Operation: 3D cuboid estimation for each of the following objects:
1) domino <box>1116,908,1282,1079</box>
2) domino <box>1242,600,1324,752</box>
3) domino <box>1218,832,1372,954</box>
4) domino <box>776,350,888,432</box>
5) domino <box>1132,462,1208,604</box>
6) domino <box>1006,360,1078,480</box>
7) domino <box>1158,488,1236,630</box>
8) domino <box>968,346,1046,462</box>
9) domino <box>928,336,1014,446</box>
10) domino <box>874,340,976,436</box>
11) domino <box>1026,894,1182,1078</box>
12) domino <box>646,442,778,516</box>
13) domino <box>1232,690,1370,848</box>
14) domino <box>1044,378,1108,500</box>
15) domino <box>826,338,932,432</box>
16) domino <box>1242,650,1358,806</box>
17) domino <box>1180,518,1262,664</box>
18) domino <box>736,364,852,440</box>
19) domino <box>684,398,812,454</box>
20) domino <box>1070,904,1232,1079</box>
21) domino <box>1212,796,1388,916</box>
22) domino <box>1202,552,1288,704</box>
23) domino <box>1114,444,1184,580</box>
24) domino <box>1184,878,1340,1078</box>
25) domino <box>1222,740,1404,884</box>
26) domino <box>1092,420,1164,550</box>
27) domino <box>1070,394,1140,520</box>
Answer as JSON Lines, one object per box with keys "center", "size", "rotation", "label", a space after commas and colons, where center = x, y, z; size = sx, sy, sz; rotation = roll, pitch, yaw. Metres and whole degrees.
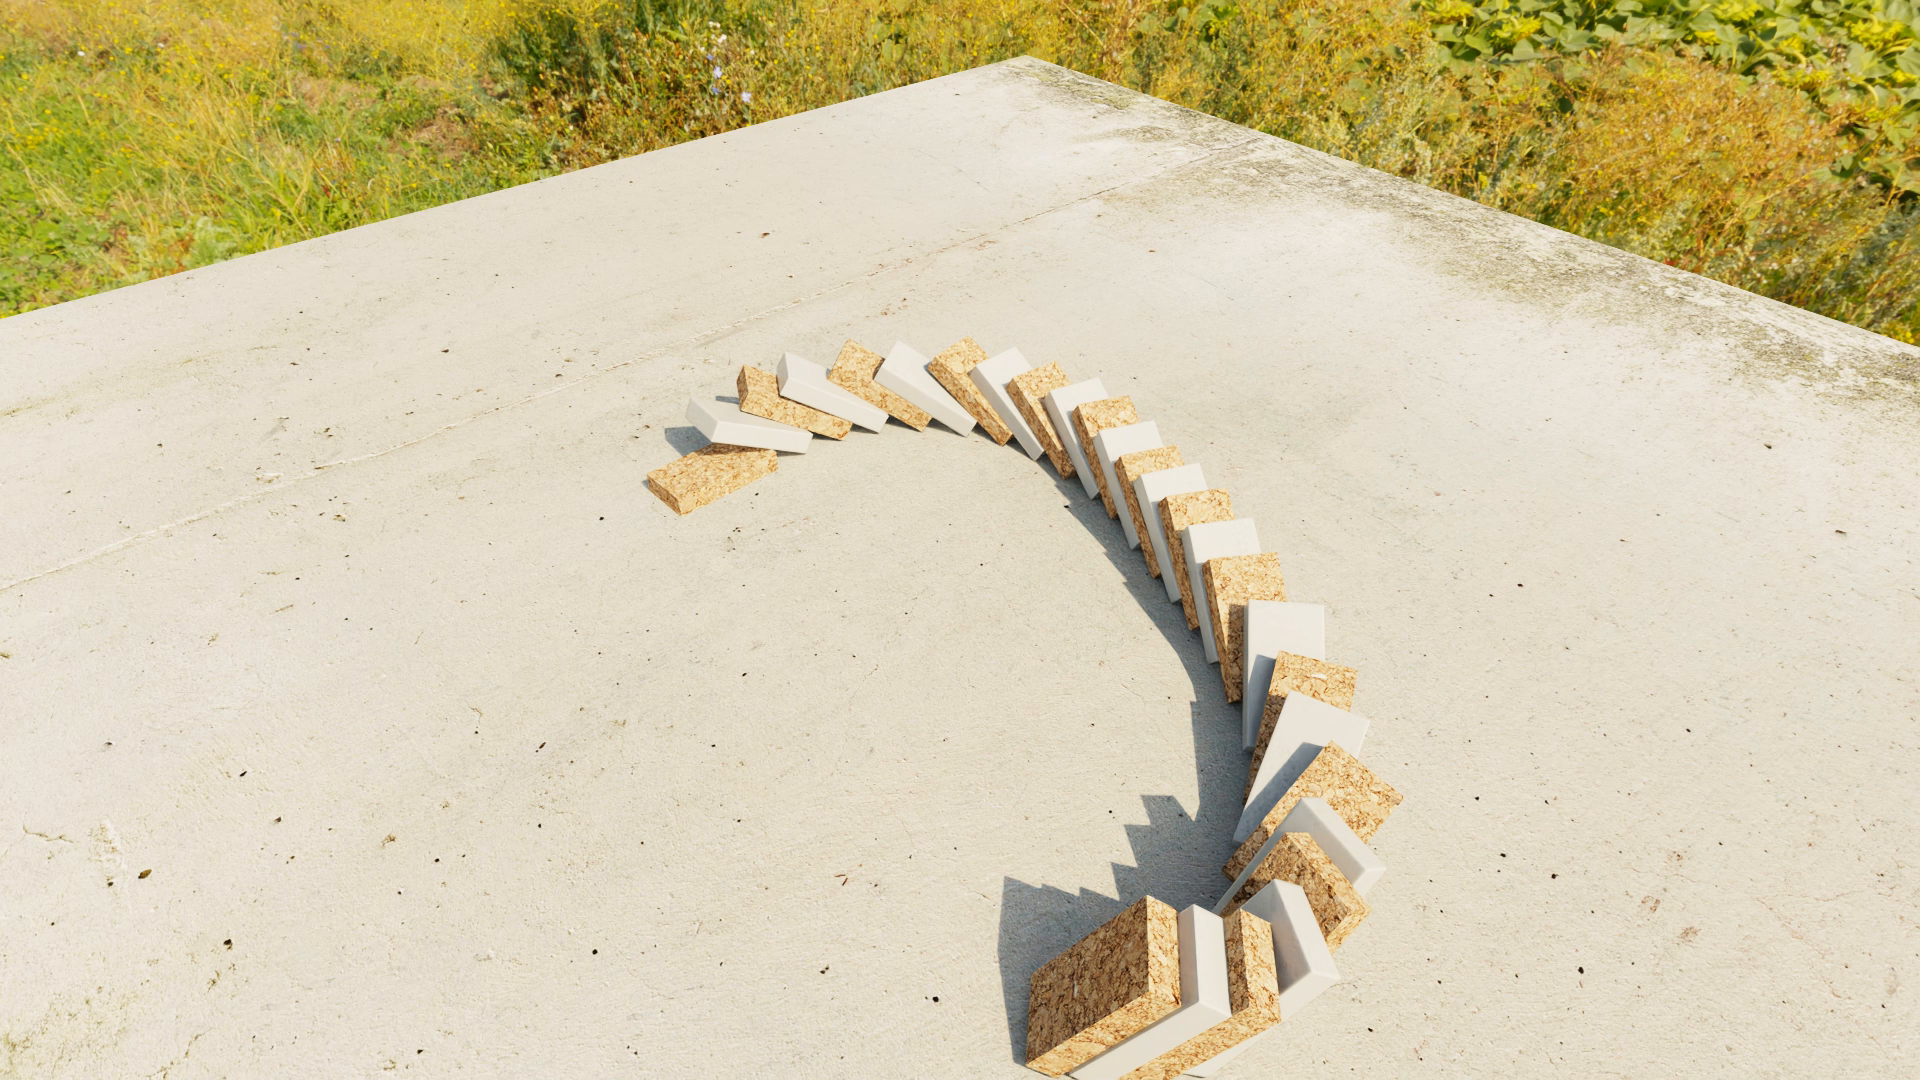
{"center": [0.057, 0.115, 0.273], "size": [0.010, 0.050, 0.025], "rotation": [29, 37, -15], "label": "domino"}
{"center": [0.108, 0.046, 0.368], "size": [0.025, 0.010, 0.050], "rotation": [4, 70, 5], "label": "domino"}
{"center": [0.081, 0.103, 0.287], "size": [0.010, 0.050, 0.025], "rotation": [12, 29, -37], "label": "domino"}
{"center": [-0.059, -0.068, 0.506], "size": [0.050, 0.010, 0.025], "rotation": [19, 30, -26], "label": "domino"}
{"center": [0.087, -0.003, 0.425], "size": [0.025, 0.009, 0.050], "rotation": [-12, 77, -14], "label": "domino"}
{"center": [0.045, -0.054, 0.490], "size": [0.025, 0.009, 0.050], "rotation": [-25, 76, -27], "label": "domino"}
{"center": [0.093, 0.007, 0.413], "size": [0.025, 0.010, 0.050], "rotation": [-8, 76, -13], "label": "domino"}
{"center": [0.029, -0.062, 0.501], "size": [0.025, 0.009, 0.050], "rotation": [-31, 78, -32], "label": "domino"}
{"center": [0.012, -0.069, 0.509], "size": [0.050, 0.009, 0.025], "rotation": [47, 52, 5], "label": "domino"}
{"center": [-0.013, -0.071, 0.512], "size": [0.050, 0.009, 0.025], "rotation": [31, 41, -7], "label": "domino"}
{"center": [0.035, 0.113, 0.276], "size": [0.010, 0.050, 0.025], "rotation": [29, 37, -15], "label": "domino"}
{"center": [-0.108, -0.030, 0.480], "size": [0.050, 0.010, 0.025], "rotation": [-31, 48, -32], "label": "domino"}
{"center": [0.104, 0.074, 0.335], "size": [0.025, 0.009, 0.050], "rotation": [21, 71, 18], "label": "domino"}
{"center": [0.059, -0.044, 0.478], "size": [0.025, 0.010, 0.050], "rotation": [-18, 74, -21], "label": "domino"}
{"center": [-0.035, -0.073, 0.514], "size": [0.050, 0.009, 0.025], "rotation": [28, 38, -11], "label": "domino"}
{"center": [0.108, 0.063, 0.349], "size": [0.025, 0.010, 0.050], "rotation": [14, 69, 16], "label": "domino"}
{"center": [0.098, 0.018, 0.399], "size": [0.025, 0.010, 0.050], "rotation": [-7, 75, -8], "label": "domino"}
{"center": [-0.076, -0.063, 0.502], "size": [0.050, 0.010, 0.025], "rotation": [15, 32, -27], "label": "domino"}
{"center": [-0.093, -0.050, 0.486], "size": [0.050, 0.010, 0.025], "rotation": [3, 27, -46], "label": "domino"}
{"center": [0.046, 0.114, 0.274], "size": [0.009, 0.050, 0.025], "rotation": [29, 37, -15], "label": "domino"}
{"center": [0.089, 0.096, 0.296], "size": [0.010, 0.050, 0.025], "rotation": [11, 28, -38], "label": "domino"}
{"center": [0.103, 0.031, 0.385], "size": [0.025, 0.009, 0.050], "rotation": [-5, 73, -6], "label": "domino"}
{"center": [0.082, -0.012, 0.438], "size": [0.025, 0.009, 0.050], "rotation": [-12, 72, -14], "label": "domino"}
{"center": [0.071, 0.111, 0.278], "size": [0.010, 0.050, 0.025], "rotation": [21, 32, -25], "label": "domino"}
{"center": [0.102, 0.086, 0.319], "size": [0.025, 0.009, 0.050], "rotation": [40, 78, 23], "label": "domino"}
{"center": [0.075, -0.023, 0.452], "size": [0.025, 0.010, 0.050], "rotation": [-12, 72, -15], "label": "domino"}
{"center": [0.068, -0.036, 0.466], "size": [0.025, 0.009, 0.050], "rotation": [-13, 72, -19], "label": "domino"}
